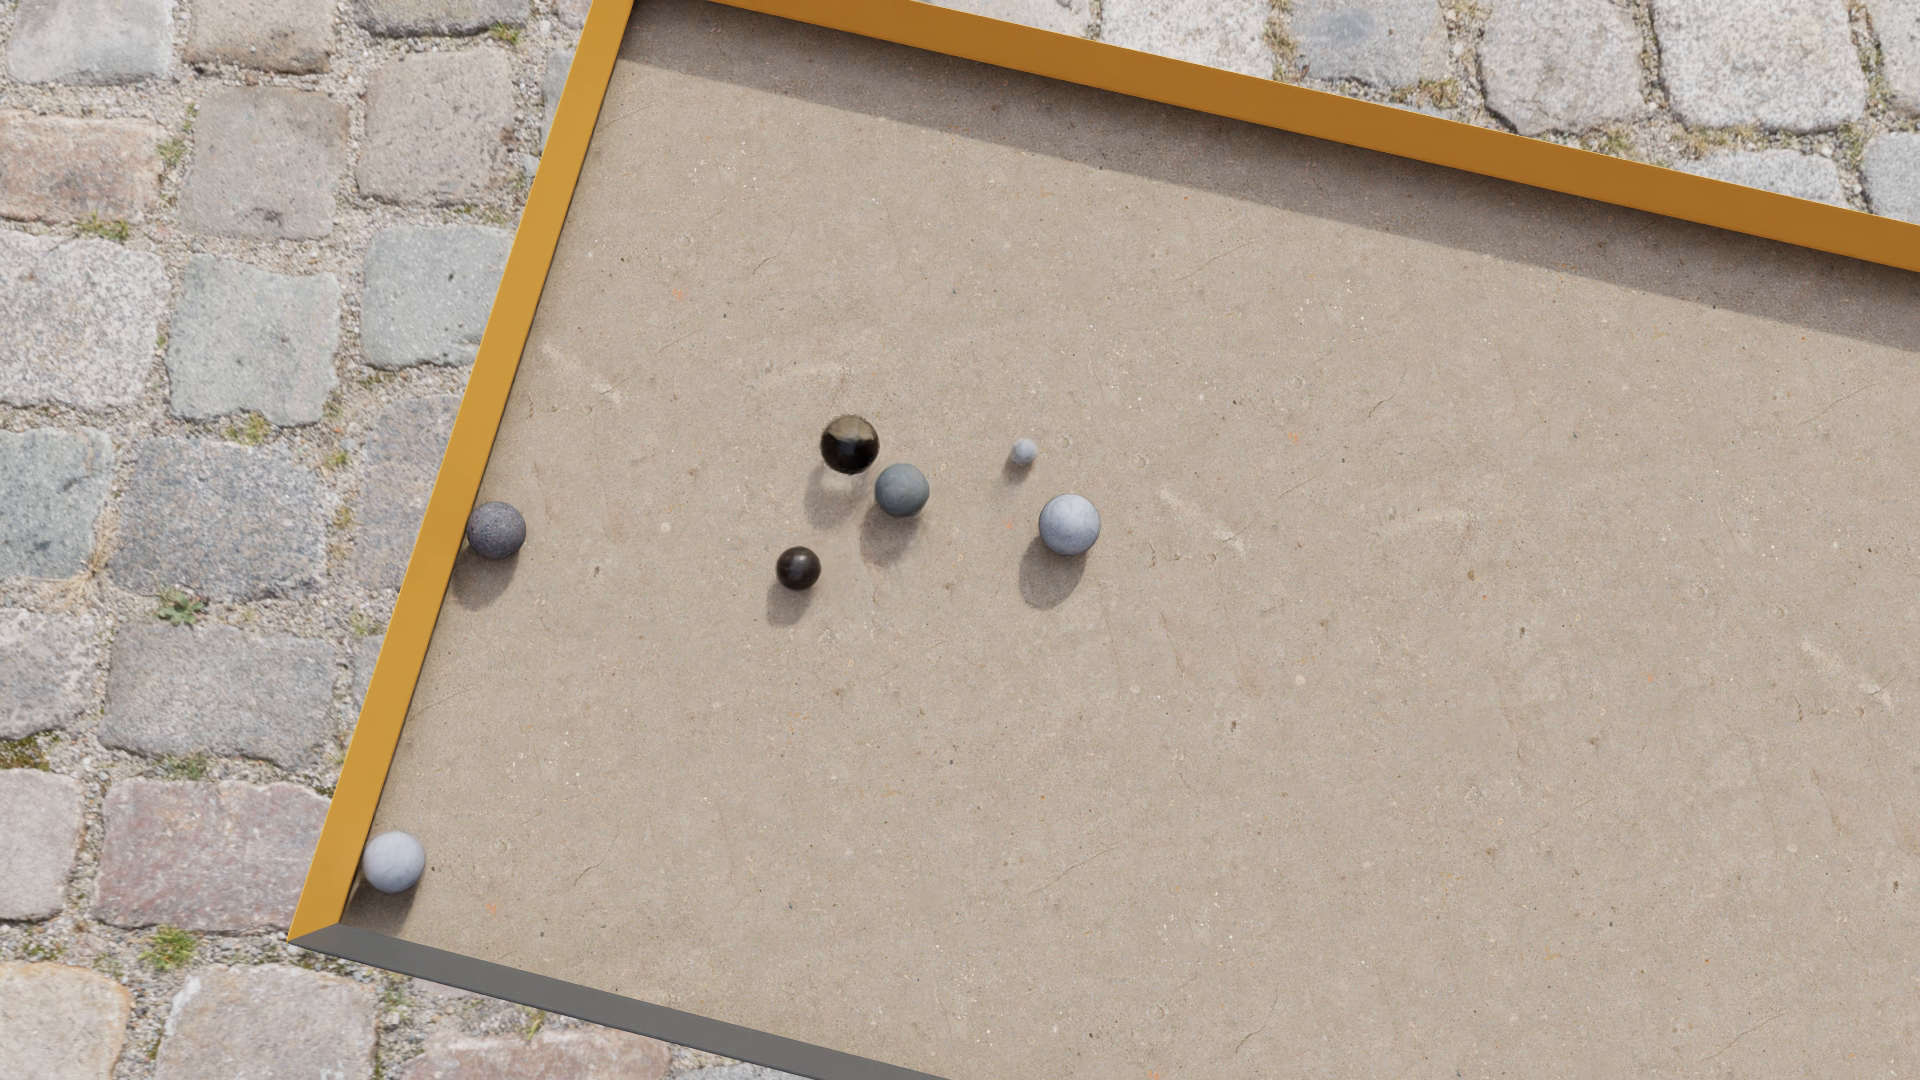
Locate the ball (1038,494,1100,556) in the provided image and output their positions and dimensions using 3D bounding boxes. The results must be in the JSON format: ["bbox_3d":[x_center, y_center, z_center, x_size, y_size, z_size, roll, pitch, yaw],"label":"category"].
[{"bbox_3d":[0.167,-0.024,3.349,0.095,0.095,0.095,0,75,0],"label":"ball"}]

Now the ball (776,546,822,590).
[{"bbox_3d":[-0.245,0.043,3.345,0.068,0.068,0.068,0,75,0],"label":"ball"}]

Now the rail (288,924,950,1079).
[{"bbox_3d":[0.562,0.924,3.071,3.110,0.124,0.045,13,75,4],"label":"rail"}]

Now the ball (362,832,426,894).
[{"bbox_3d":[-0.828,0.471,3.215,0.090,0.090,0.090,0,75,0],"label":"ball"}]

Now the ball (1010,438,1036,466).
[{"bbox_3d":[0.099,-0.136,3.409,0.041,0.041,0.041,0,75,0],"label":"ball"}]

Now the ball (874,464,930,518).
[{"bbox_3d":[-0.089,-0.075,3.370,0.084,0.084,0.084,0,75,0],"label":"ball"}]

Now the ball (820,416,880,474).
[{"bbox_3d":[-0.169,-0.146,3.385,0.092,0.092,0.092,0,75,0],"label":"ball"}]

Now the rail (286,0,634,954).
[{"bbox_3d":[-0.732,-0.181,3.377,0.045,0.124,1.651,13,75,4],"label":"rail"}]

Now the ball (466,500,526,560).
[{"bbox_3d":[-0.706,-0.015,3.350,0.090,0.090,0.090,0,75,0],"label":"ball"}]

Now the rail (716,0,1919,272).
[{"bbox_3d":[0.948,-0.576,3.486,3.110,0.124,0.045,13,75,4],"label":"rail"}]
